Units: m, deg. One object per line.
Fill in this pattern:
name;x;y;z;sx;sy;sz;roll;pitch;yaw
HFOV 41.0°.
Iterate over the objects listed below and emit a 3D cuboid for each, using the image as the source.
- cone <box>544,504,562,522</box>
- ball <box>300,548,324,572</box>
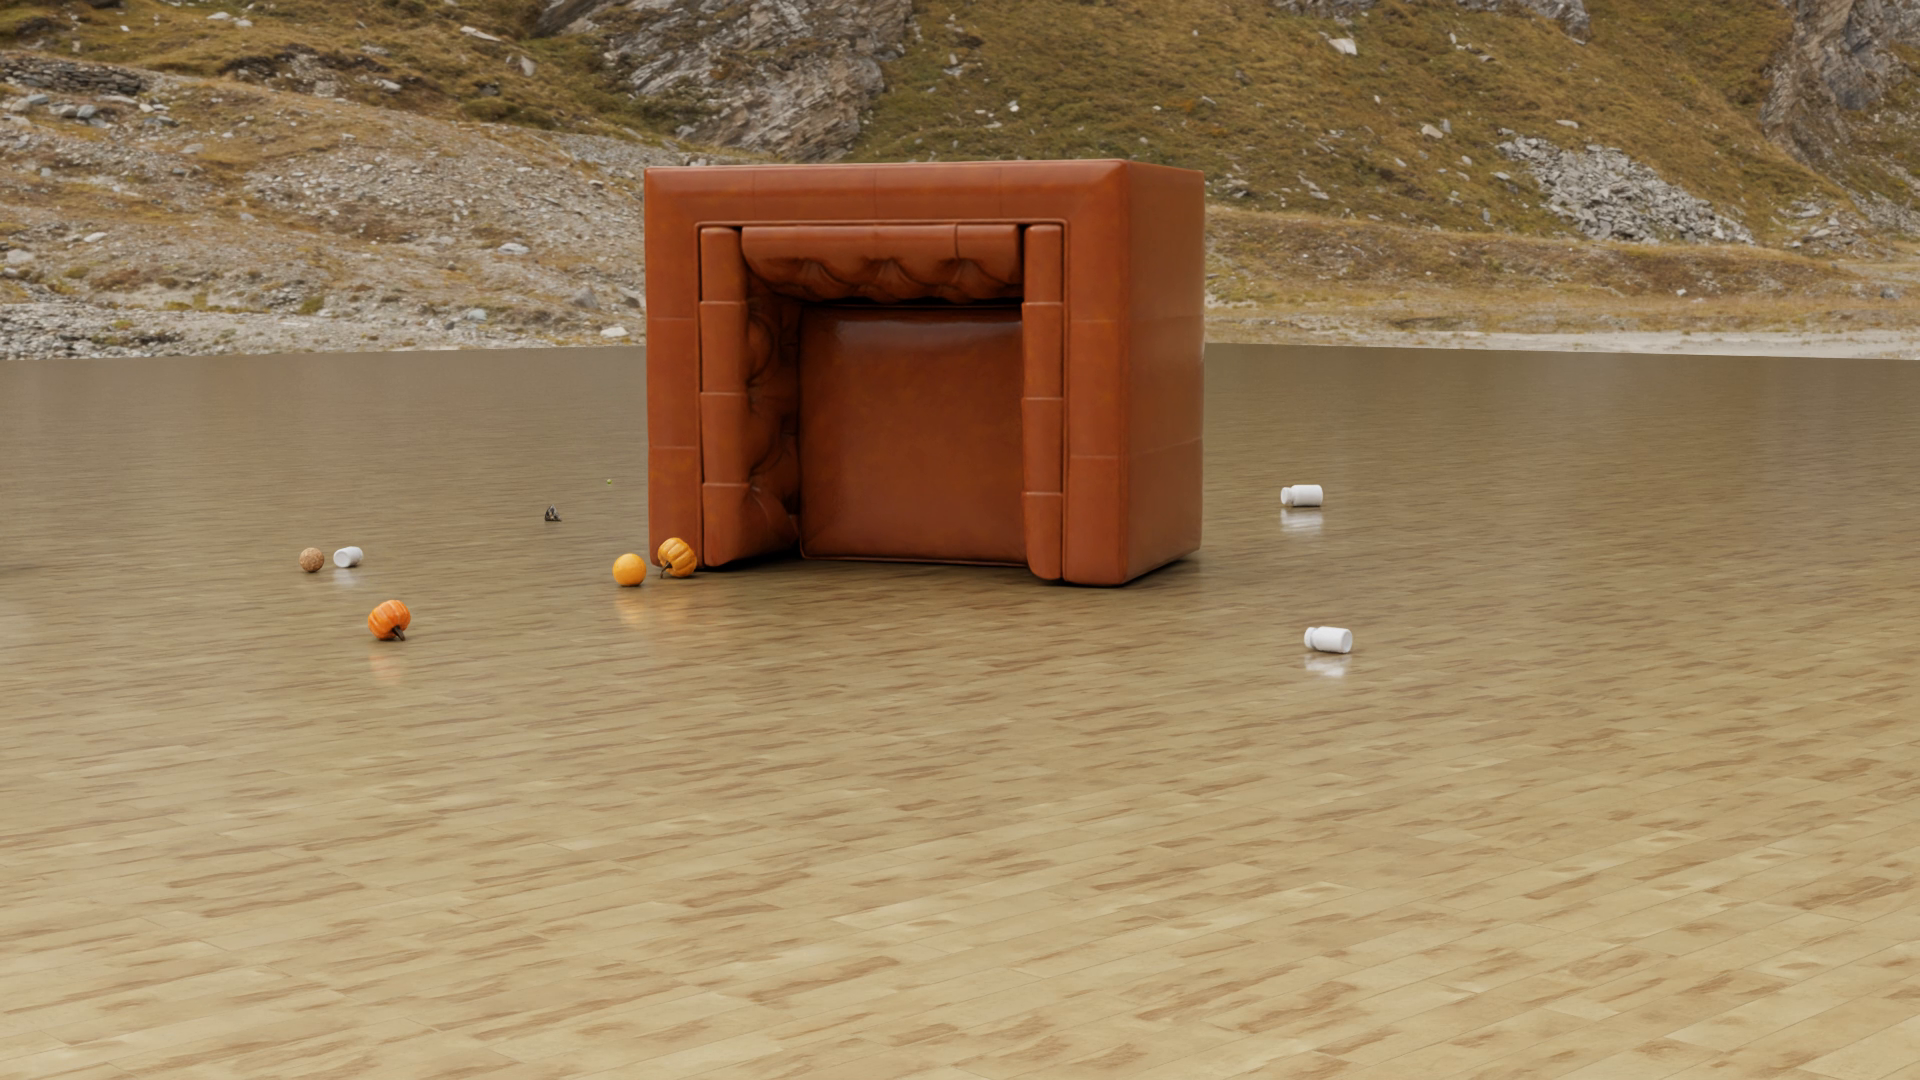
cone;-1.088;-0.062;6.910;0.049;0.049;0.034;31;13;19
ball;-1.444;0.044;5.717;0.054;0.054;0.054;0;6;0
